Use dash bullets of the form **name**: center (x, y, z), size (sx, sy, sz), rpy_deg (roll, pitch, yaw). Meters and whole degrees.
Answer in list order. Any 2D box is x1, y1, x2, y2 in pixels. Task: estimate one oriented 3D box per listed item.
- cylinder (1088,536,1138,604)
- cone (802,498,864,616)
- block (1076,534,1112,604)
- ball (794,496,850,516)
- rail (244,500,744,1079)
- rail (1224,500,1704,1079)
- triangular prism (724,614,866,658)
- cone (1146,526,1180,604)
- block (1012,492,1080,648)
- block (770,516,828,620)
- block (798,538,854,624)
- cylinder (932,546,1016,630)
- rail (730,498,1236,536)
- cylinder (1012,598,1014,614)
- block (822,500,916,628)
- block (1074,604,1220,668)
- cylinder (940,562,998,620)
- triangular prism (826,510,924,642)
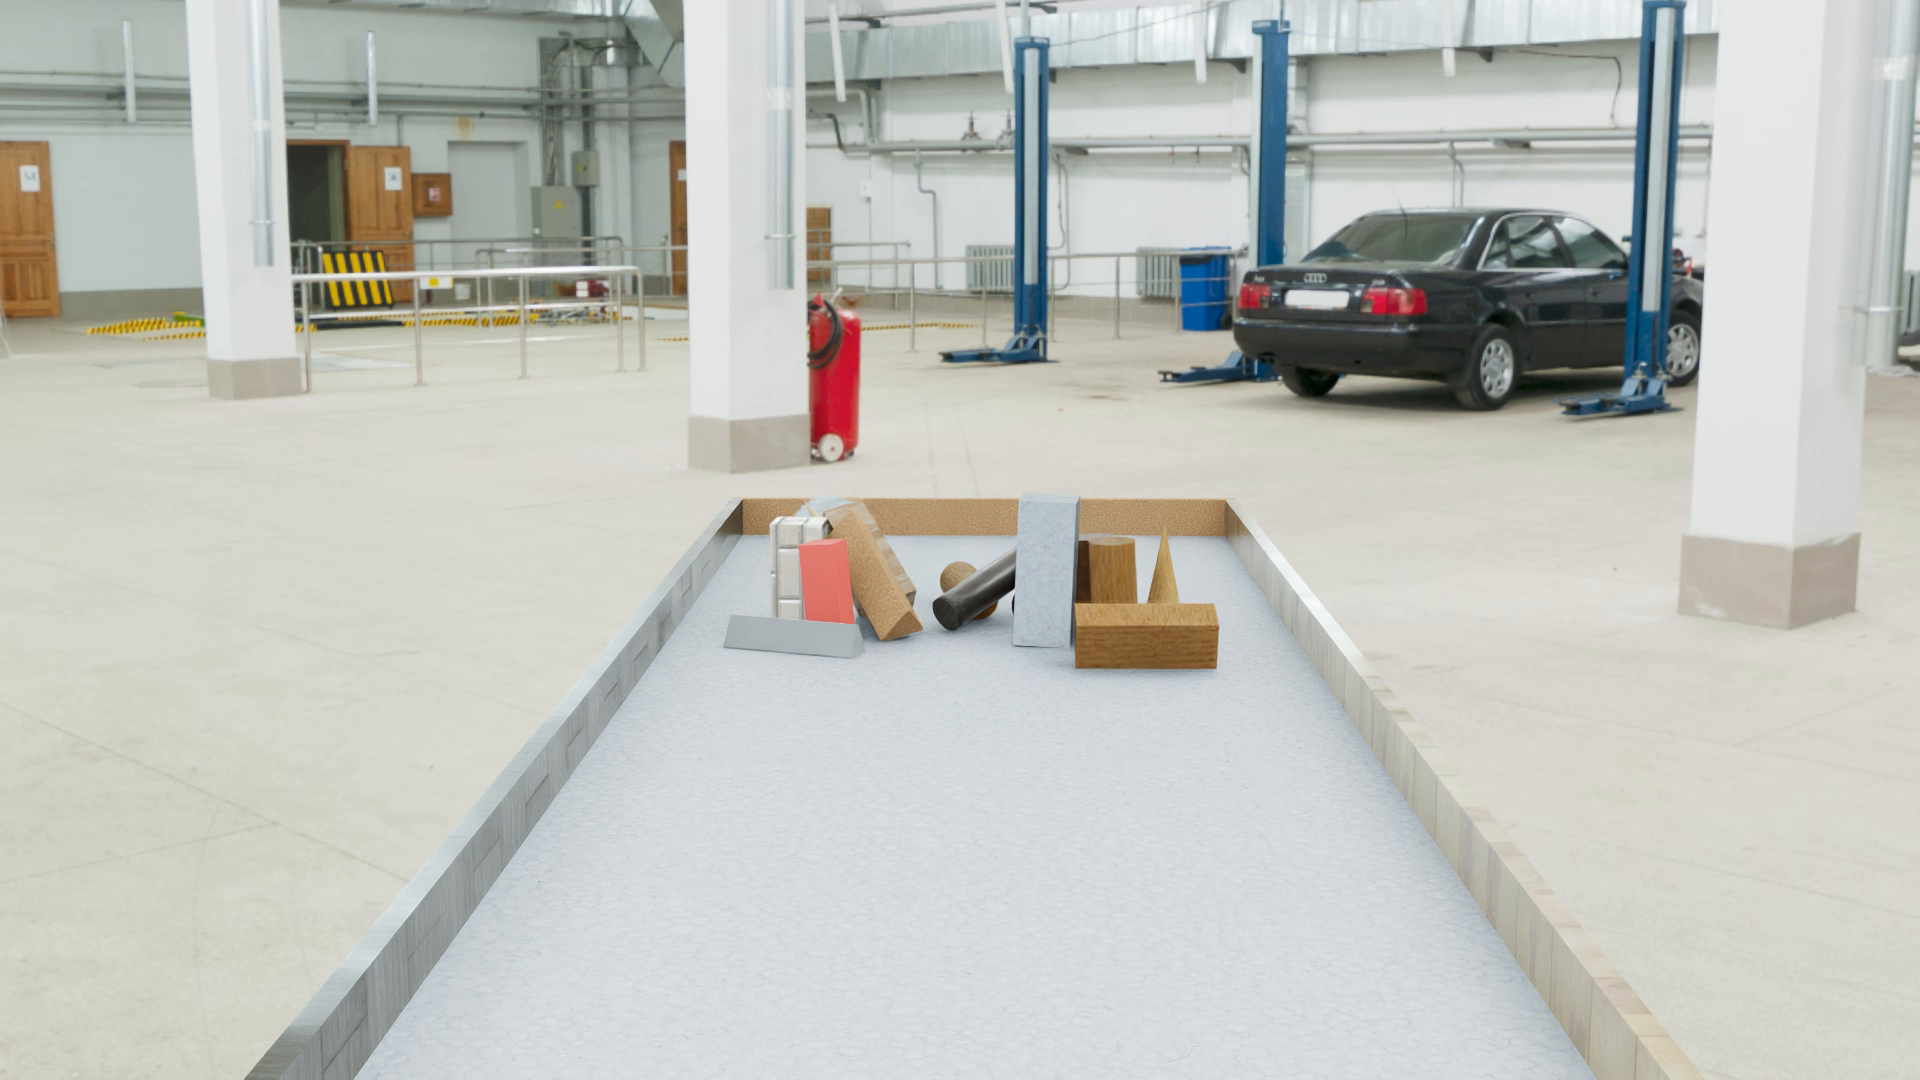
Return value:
- **cylinder**: center (0.483, 0.164, 6.909), size (0.146, 0.327, 0.146), rpy_deg (-3, 11, 0)
- **cone**: center (-0.406, 0.032, 7.413), size (0.156, 0.459, 0.156), rpy_deg (-33, -17, -12)
- **block**: center (0.427, 0.139, 7.171), size (0.143, 0.301, 0.143), rpy_deg (-1, 9, -5)
- **ball**: center (-0.486, -0.019, 8.186), size (0.295, 0.295, 0.295), rpy_deg (0, 9, 0)
- **rail**: center (-1.004, 0.839, 3.234), size (0.050, 0.150, 12.000), rpy_deg (0, 9, 1)
- **rail**: center (1.046, 0.843, 3.208), size (0.050, 0.150, 12.000), rpy_deg (0, 9, 1)
- **triangular prism**: center (-0.516, 0.294, 6.837), size (0.438, 0.095, 0.110), rpy_deg (4, 9, 22)
- **cone**: center (0.667, 0.115, 7.191), size (0.141, 0.341, 0.141), rpy_deg (0, 9, 0)
- **block**: center (0.274, 0.094, 6.933), size (0.178, 0.458, 0.178), rpy_deg (3, 9, 7)
- **block**: center (-0.524, 0.110, 7.192), size (0.168, 0.351, 0.168), rpy_deg (1, 9, 3)
- **block**: center (-0.419, 0.163, 6.941), size (0.116, 0.316, 0.116), rpy_deg (-2, 9, 19)
- **cylinder**: center (0.105, 0.142, 7.252), size (0.441, 0.119, 0.119), rpy_deg (-33, 28, -34)
- **rail**: center (0.099, -0.098, 9.147), size (2.100, 0.150, 0.050), rpy_deg (0, 9, 1)
- **cylinder**: center (0.282, 0.191, 7.304), size (0.158, 0.158, 0.322), rpy_deg (2, 9, 13)
- **block**: center (-0.307, 0.078, 7.252), size (0.142, 0.142, 0.407), rpy_deg (-17, 57, -24)
- **block**: center (0.557, 0.289, 6.615), size (0.422, 0.145, 0.145), rpy_deg (0, 25, 0)
- **cylinder**: center (0.029, 0.170, 7.497), size (0.139, 0.139, 0.357), rpy_deg (-2, 9, -10)
- **triangular prism**: center (-0.267, 0.101, 7.060), size (0.148, 0.129, 0.438), rpy_deg (-15, 56, -23)
